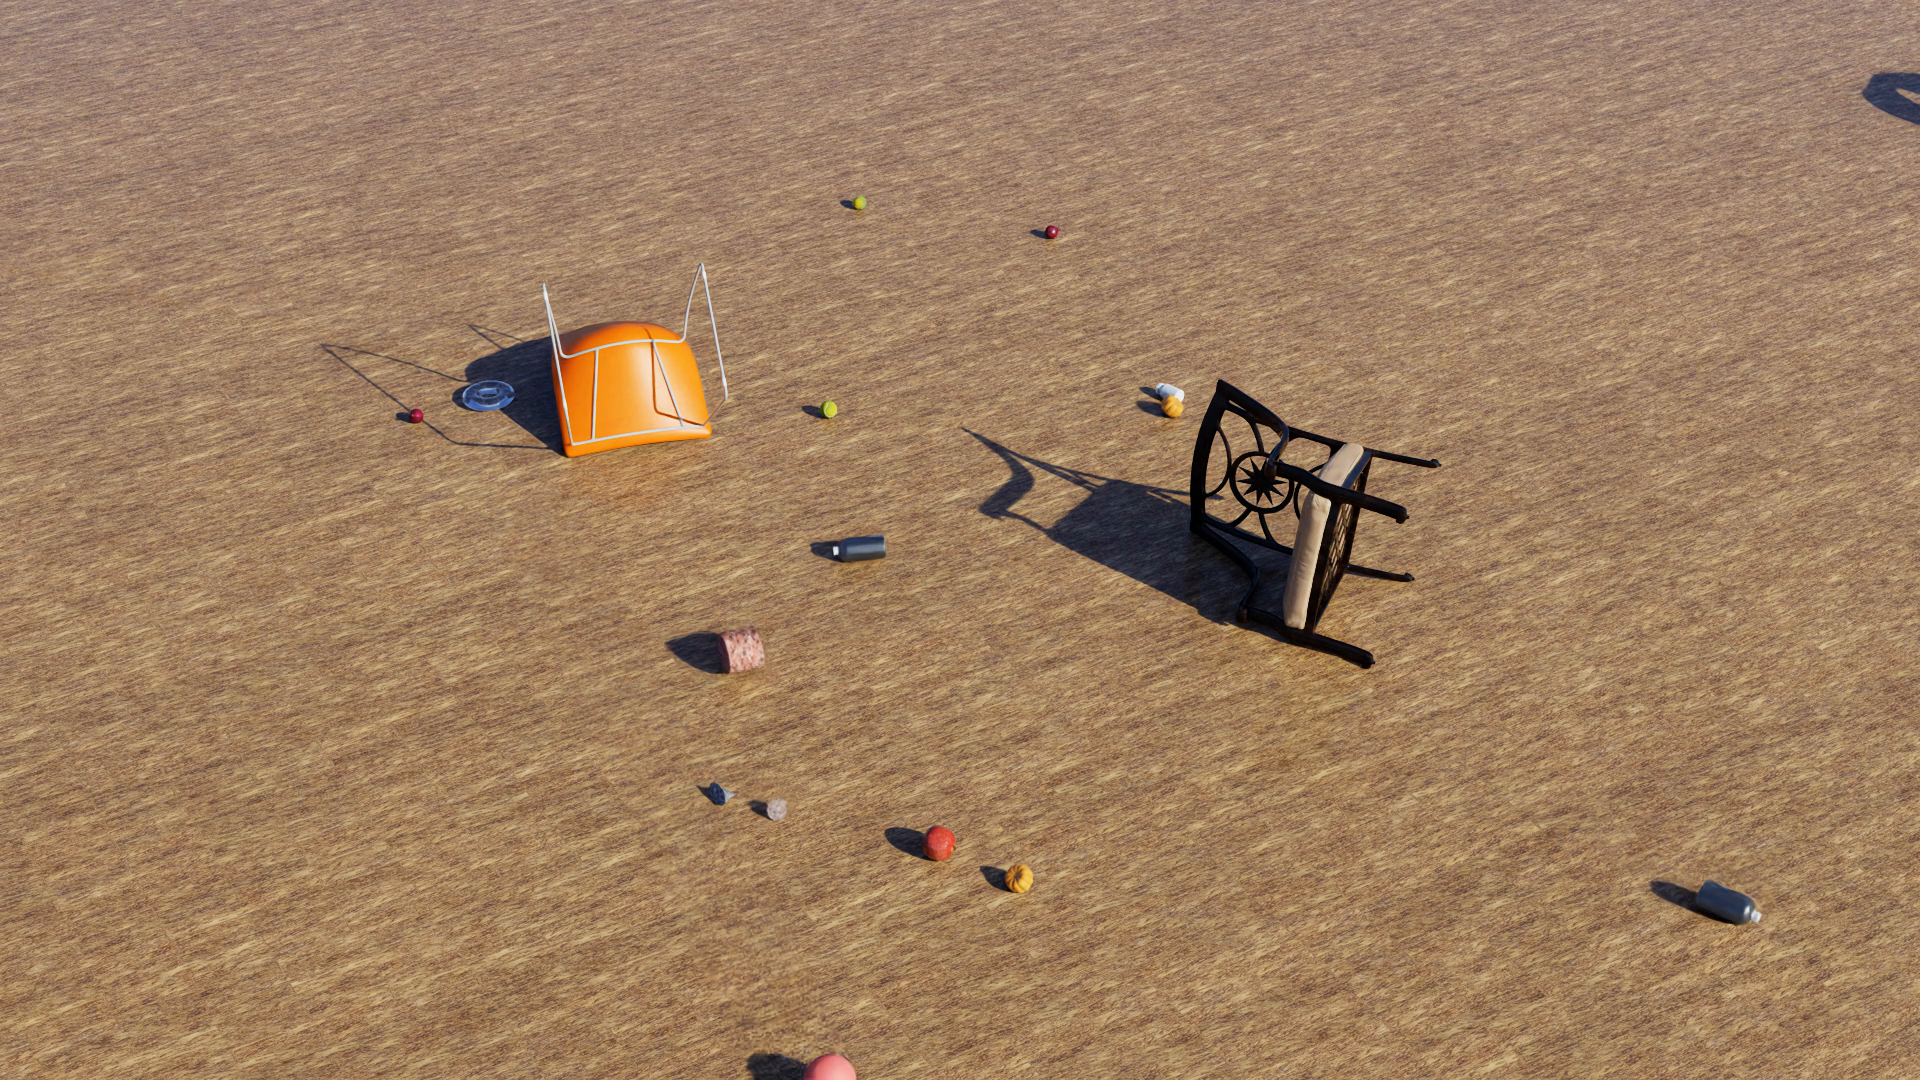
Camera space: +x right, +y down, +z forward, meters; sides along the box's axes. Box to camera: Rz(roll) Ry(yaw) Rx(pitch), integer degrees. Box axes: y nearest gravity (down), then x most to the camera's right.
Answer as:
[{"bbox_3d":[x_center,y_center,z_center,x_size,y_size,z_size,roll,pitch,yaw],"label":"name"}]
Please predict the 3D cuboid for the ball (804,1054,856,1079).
[{"bbox_3d":[-0.374,1.559,8.438,0.155,0.155,0.155,0,33,0],"label":"ball"}]

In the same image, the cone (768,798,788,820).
[{"bbox_3d":[-0.604,0.875,9.587,0.066,0.076,0.065,16,-2,-15],"label":"cone"}]

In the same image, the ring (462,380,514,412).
[{"bbox_3d":[-1.895,-0.580,11.781,0.207,0.049,0.213,26,41,35],"label":"ring"}]

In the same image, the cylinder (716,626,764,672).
[{"bbox_3d":[-0.768,0.383,10.234,0.122,0.137,0.191,-11,17,-16],"label":"cylinder"}]
